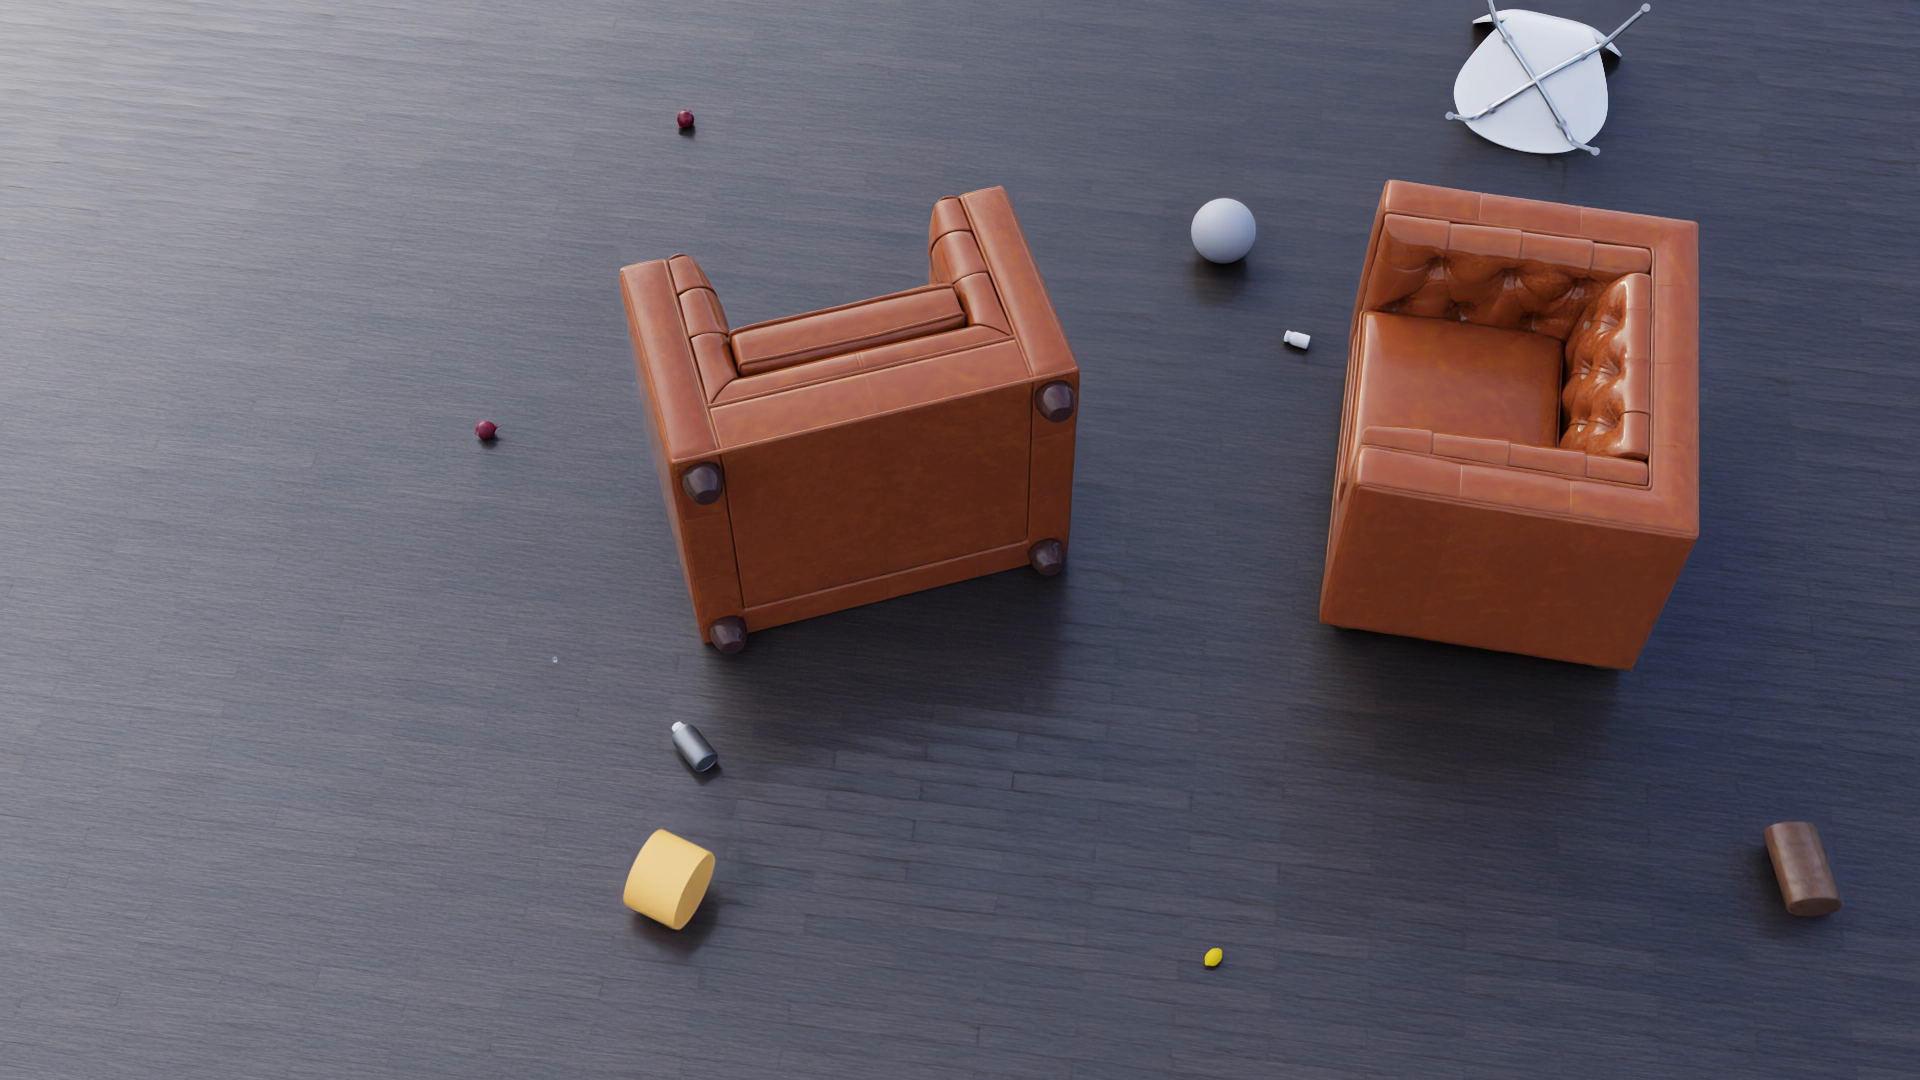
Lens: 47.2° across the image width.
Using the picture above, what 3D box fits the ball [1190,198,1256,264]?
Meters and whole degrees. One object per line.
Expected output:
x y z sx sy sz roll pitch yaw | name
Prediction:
0.853 -1.001 7.119 0.210 0.210 0.210 0 56 0 | ball

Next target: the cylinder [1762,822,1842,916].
2.263 0.883 5.907 0.163 0.112 0.225 9 54 -21 | cylinder

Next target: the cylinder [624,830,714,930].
-0.773 0.904 5.848 0.155 0.187 0.222 23 88 15 | cylinder
